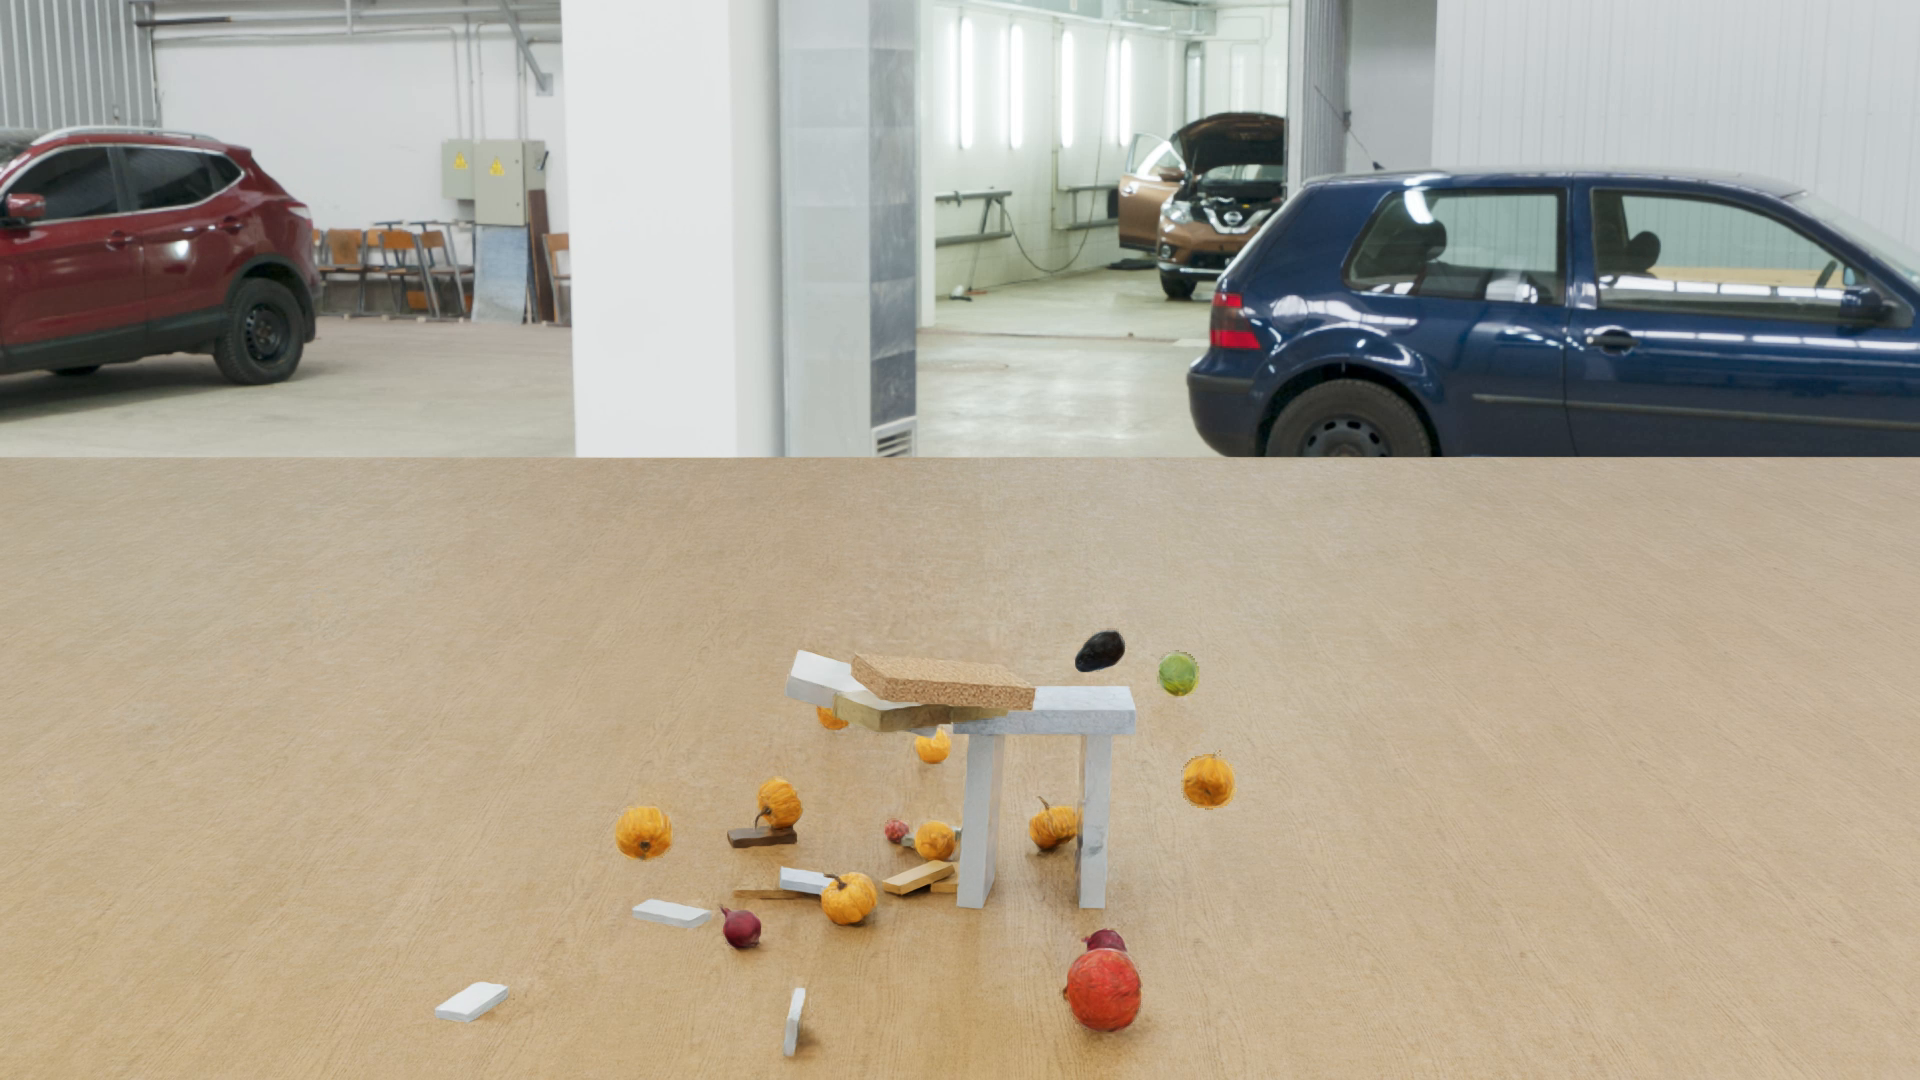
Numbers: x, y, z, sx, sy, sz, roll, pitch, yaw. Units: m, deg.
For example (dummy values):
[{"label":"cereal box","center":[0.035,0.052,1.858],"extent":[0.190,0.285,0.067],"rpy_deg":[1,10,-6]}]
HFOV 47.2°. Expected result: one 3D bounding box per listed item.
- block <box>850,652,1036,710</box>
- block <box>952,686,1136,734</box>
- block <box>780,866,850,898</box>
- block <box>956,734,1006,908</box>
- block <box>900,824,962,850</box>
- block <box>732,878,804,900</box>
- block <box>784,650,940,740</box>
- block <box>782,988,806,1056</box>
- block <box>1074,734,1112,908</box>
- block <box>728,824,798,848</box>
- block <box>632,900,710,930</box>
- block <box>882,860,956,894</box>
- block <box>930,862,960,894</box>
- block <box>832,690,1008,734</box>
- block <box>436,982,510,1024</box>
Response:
[{"label":"block","center":[-0.026,0.216,3.343],"extent":[0.252,0.036,0.126],"rpy_deg":[6,11,-27]},{"label":"block","center":[0.135,0.279,3.608],"extent":[0.294,0.042,0.147],"rpy_deg":[0,11,0]},{"label":"block","center":[-0.242,0.570,3.659],"extent":[0.116,0.016,0.058],"rpy_deg":[10,10,-8]},{"label":"block","center":[0.037,0.444,3.642],"extent":[0.042,0.294,0.147],"rpy_deg":[6,11,8]},{"label":"block","center":[-0.050,0.531,3.932],"extent":[0.055,0.016,0.111],"rpy_deg":[6,10,35]},{"label":"block","center":[-0.318,0.581,3.670],"extent":[0.116,0.016,0.058],"rpy_deg":[0,11,0]},{"label":"block","center":[-0.154,0.251,3.593],"extent":[0.252,0.036,0.126],"rpy_deg":[17,17,-3]},{"label":"block","center":[-0.231,0.673,3.070],"extent":[0.015,0.054,0.109],"rpy_deg":[9,11,0]},{"label":"block","center":[0.221,0.445,3.643],"extent":[0.042,0.294,0.147],"rpy_deg":[2,11,0]},{"label":"block","center":[-0.355,0.531,3.940],"extent":[0.116,0.016,0.058],"rpy_deg":[-3,11,-15]},{"label":"block","center":[-0.466,0.604,3.550],"extent":[0.115,0.015,0.054],"rpy_deg":[6,12,28]},{"label":"block","center":[-0.070,0.566,3.692],"extent":[0.111,0.016,0.055],"rpy_deg":[-17,10,-33]},{"label":"block","center":[-0.014,0.571,3.726],"extent":[0.055,0.016,0.111],"rpy_deg":[2,11,9]},{"label":"block","center":[-0.061,0.259,3.466],"extent":[0.252,0.036,0.126],"rpy_deg":[-5,11,-38]},{"label":"block","center":[-0.707,0.671,3.191],"extent":[0.054,0.015,0.109],"rpy_deg":[4,11,20]}]
